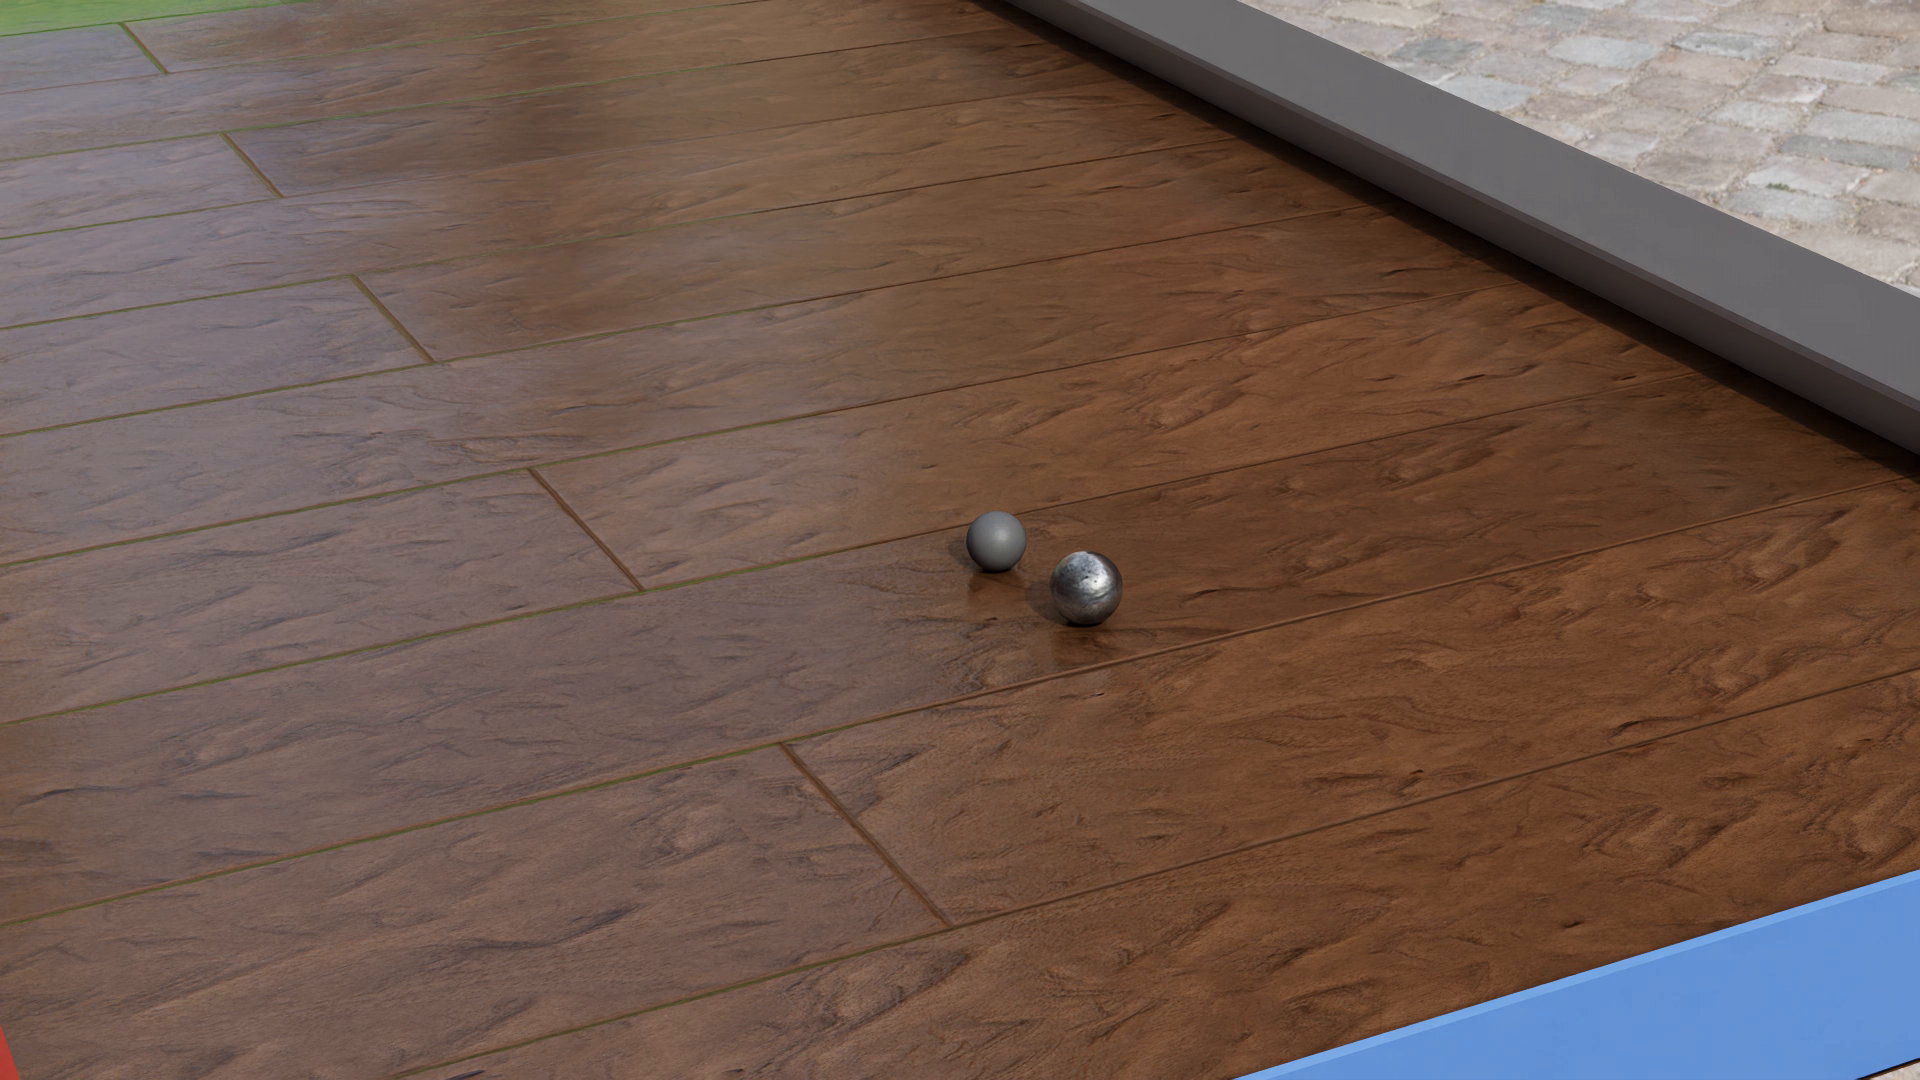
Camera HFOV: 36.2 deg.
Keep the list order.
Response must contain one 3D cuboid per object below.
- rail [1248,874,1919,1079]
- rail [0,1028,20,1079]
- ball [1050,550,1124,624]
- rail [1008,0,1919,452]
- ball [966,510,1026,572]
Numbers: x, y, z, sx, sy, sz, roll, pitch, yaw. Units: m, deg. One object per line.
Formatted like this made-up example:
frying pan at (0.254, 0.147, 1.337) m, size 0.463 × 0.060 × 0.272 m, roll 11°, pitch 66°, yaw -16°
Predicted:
rail at (0.336, 0.252, 1.503) m, size 1.568 × 0.123 × 0.045 m, roll -12°, pitch 27°, yaw -24°
rail at (-1.027, -0.181, 2.435) m, size 0.045 × 0.123 × 3.104 m, roll -12°, pitch 27°, yaw -24°
ball at (0.088, 0.033, 2.061) m, size 0.052 × 0.052 × 0.052 m, roll 0°, pitch 25°, yaw 0°
rail at (0.334, -0.467, 3.051) m, size 0.045 × 0.123 × 3.104 m, roll -12°, pitch 27°, yaw -24°
ball at (0.027, 0.001, 2.141) m, size 0.044 × 0.044 × 0.044 m, roll 0°, pitch 25°, yaw 0°
